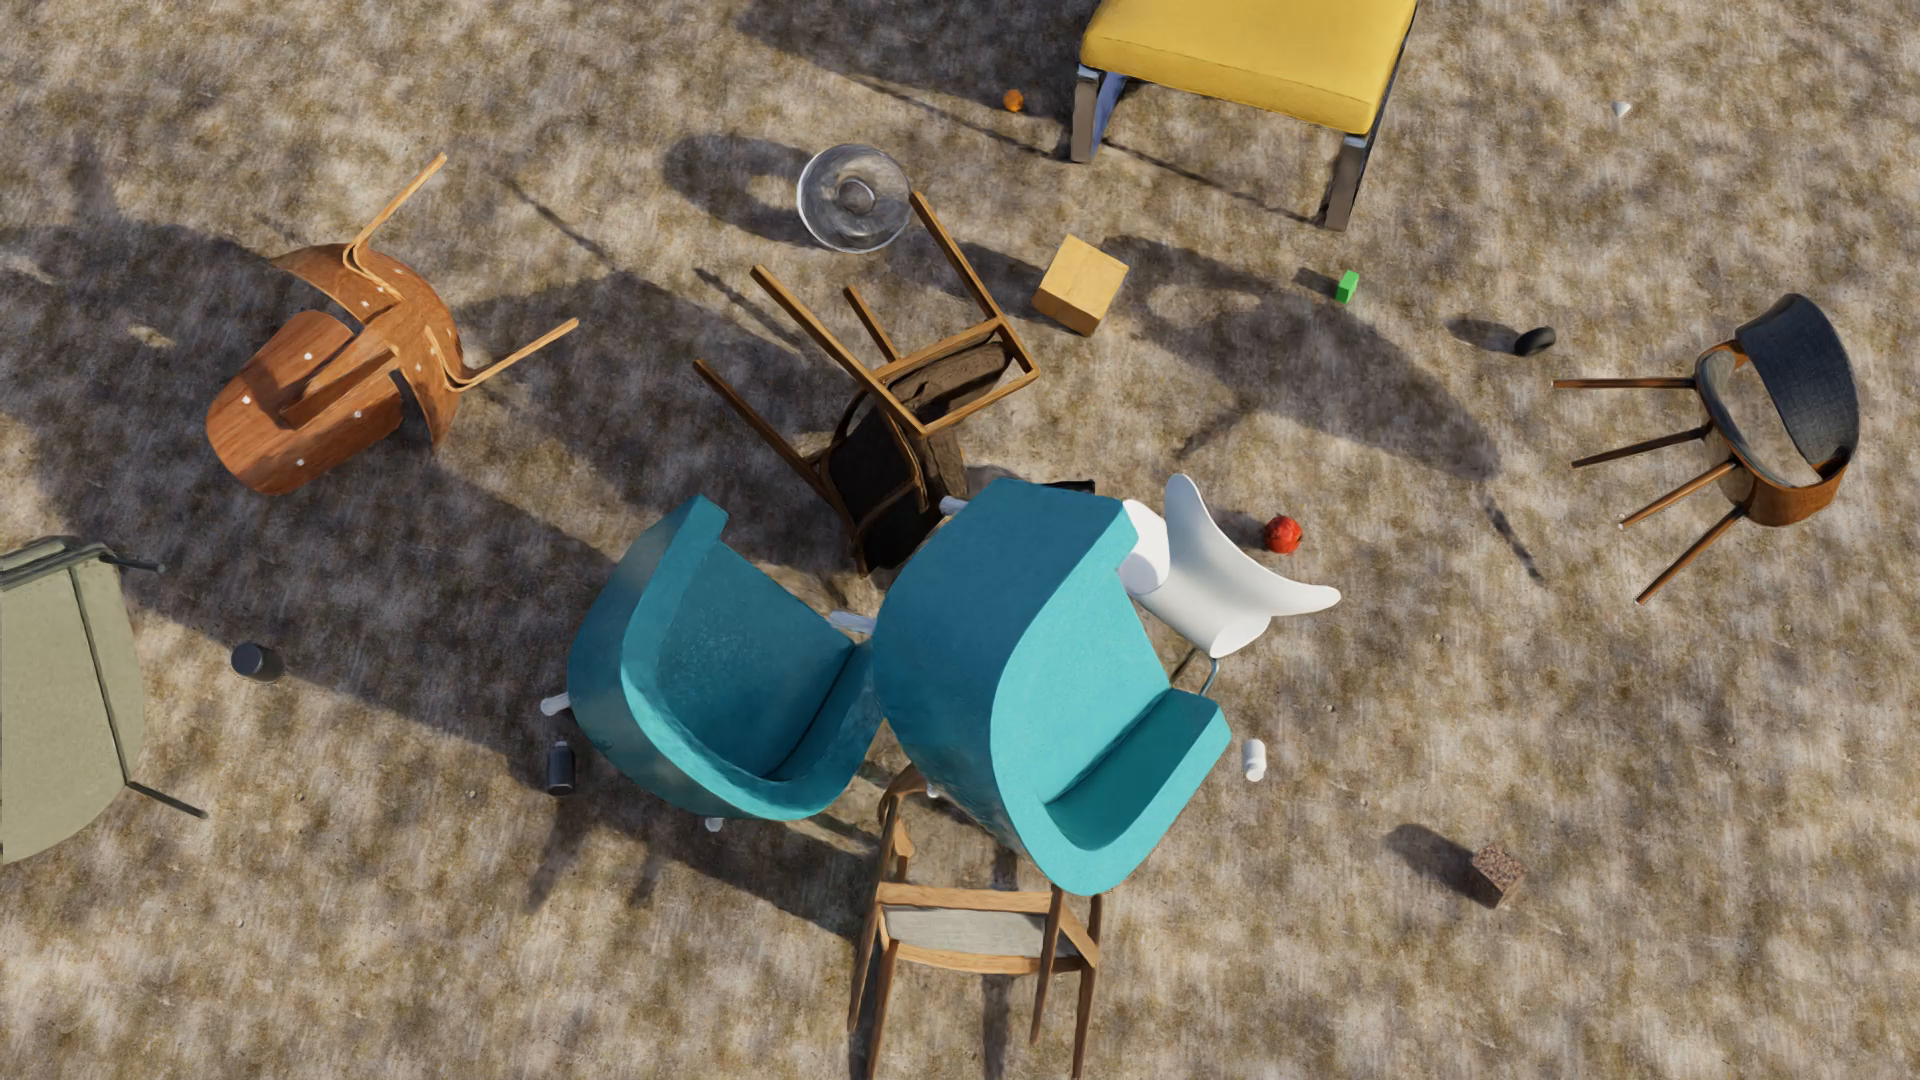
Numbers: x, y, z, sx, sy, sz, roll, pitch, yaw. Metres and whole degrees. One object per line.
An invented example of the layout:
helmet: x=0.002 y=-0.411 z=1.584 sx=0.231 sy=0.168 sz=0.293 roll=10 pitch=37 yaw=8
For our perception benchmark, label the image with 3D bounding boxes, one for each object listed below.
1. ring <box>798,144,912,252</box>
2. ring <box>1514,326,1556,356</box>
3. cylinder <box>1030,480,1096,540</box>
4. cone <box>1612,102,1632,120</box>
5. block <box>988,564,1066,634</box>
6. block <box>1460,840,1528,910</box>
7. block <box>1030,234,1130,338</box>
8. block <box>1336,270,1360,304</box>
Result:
ring: x=-0.341 y=-1.114 z=7.165 sx=0.424 sy=0.126 sz=0.364 roll=-22 pitch=90 yaw=-32
ring: x=1.811 y=-0.625 z=6.923 sx=0.137 sy=0.124 sz=0.055 roll=-19 pitch=77 yaw=-19
cylinder: x=0.305 y=-0.088 z=6.532 sx=0.188 sy=0.179 sz=0.116 roll=-4 pitch=28 yaw=-2
cone: x=2.027 y=-1.313 z=6.760 sx=0.063 sy=0.036 sz=0.054 roll=15 pitch=80 yaw=24
block: x=0.191 y=0.170 z=6.311 sx=0.110 sy=0.174 sz=0.163 roll=29 pitch=77 yaw=-18
block: x=1.434 y=0.900 z=5.906 sx=0.101 sy=0.097 sz=0.122 roll=-33 pitch=62 yaw=-26
block: x=0.374 y=-0.800 z=6.936 sx=0.219 sy=0.180 sz=0.204 roll=28 pitch=75 yaw=-1
block: x=1.246 y=-0.814 z=7.079 sx=0.039 sy=0.068 sz=0.077 roll=26 pitch=60 yaw=16
